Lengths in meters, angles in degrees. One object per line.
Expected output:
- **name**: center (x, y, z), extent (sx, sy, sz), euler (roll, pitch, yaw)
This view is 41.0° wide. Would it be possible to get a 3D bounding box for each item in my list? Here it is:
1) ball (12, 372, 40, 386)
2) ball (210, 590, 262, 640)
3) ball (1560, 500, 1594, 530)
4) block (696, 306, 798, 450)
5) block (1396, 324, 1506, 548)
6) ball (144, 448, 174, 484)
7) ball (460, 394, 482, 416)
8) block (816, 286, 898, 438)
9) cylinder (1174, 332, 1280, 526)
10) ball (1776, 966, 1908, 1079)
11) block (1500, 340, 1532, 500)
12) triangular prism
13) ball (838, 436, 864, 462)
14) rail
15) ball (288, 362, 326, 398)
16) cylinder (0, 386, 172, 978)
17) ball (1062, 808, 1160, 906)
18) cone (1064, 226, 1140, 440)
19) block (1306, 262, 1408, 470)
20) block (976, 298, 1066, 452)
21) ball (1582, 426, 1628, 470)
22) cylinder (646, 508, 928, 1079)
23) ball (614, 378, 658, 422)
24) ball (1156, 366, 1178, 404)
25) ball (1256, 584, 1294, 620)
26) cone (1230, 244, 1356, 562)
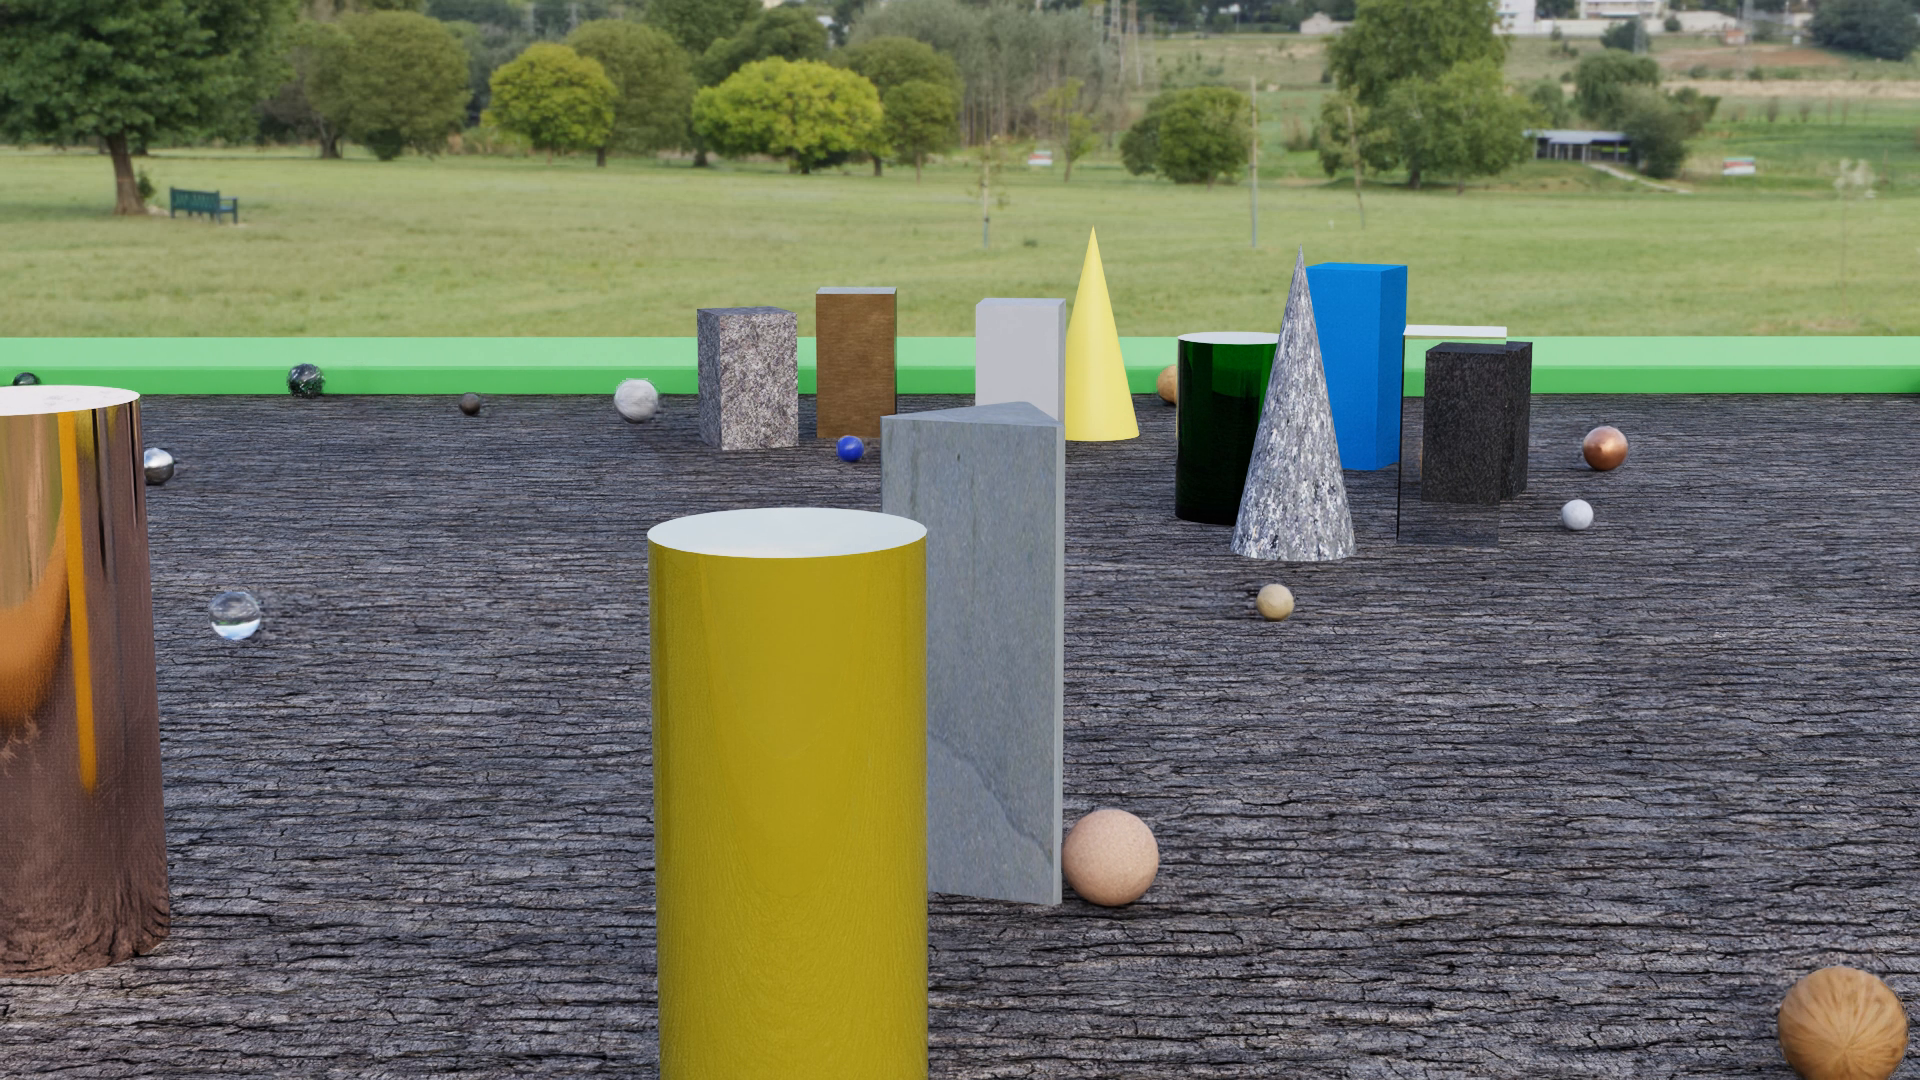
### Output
- **ball**: center (-2.057, -0.342, 5.649), extent (0.056, 0.056, 0.056), euler (0, 11, 0)
- **ball**: center (-0.925, 0.096, 3.273), extent (0.064, 0.064, 0.064), euler (0, 11, 0)
- **ball**: center (0.972, -0.039, 4.043), extent (0.049, 0.049, 0.049), euler (0, 11, 0)
- **block**: center (-0.410, -0.314, 4.954), extent (0.153, 0.256, 0.153), euler (-4, 11, -22)
- **block**: center (0.760, -0.163, 3.965), extent (0.153, 0.321, 0.153), euler (2, 11, 12)
- **ball**: center (-1.405, -0.128, 4.482), extent (0.063, 0.063, 0.063), euler (0, 11, 0)
- **ball**: center (-1.024, -0.283, 5.362), extent (0.045, 0.045, 0.045), euler (0, 11, 0)
- **block**: center (-0.204, -0.354, 5.095), extent (0.153, 0.283, 0.153), euler (0, 11, 1)
- **cylinder**: center (0.446, -0.183, 4.157), extent (0.191, 0.290, 0.191), euler (0, 11, 0)
- **ball**: center (0.632, 0.351, 1.839), extent (0.089, 0.089, 0.089), euler (0, 11, 0)
- **block**: center (0.886, -0.208, 4.393), extent (0.153, 0.253, 0.153), euler (4, 11, 21)
- **triangular prism**: center (0.033, 0.094, 2.304), extent (0.166, 0.423, 0.143), euler (4, 11, 20)
- **ball**: center (-0.202, -0.168, 4.735), extent (0.049, 0.049, 0.049), euler (0, 11, 0)
- **rail**: center (-0.013, -0.385, 5.688), extent (4.417, 0.124, 0.045), euler (0, 11, 0)
- **ball**: center (-1.433, -0.349, 5.630), extent (0.078, 0.078, 0.078), euler (0, 11, 0)
- **cylinder**: center (-0.764, 0.111, 2.120), extent (0.191, 0.457, 0.191), euler (0, 11, 0)
- **ball**: center (0.132, 0.278, 2.242), extent (0.085, 0.085, 0.085), euler (0, 11, 0)
- **cone**: center (0.261, -0.414, 5.060), extent (0.191, 0.413, 0.191), euler (0, 11, 0)
- **block**: center (0.718, -0.321, 4.705), extent (0.153, 0.360, 0.153), euler (5, 12, 27)
- **block**: center (0.114, -0.302, 4.805), extent (0.153, 0.287, 0.153), euler (1, 11, 7)
- **ball**: center (1.165, -0.165, 4.633), extent (0.081, 0.081, 0.081), euler (0, 11, 0)
- **cylinder**: center (-0.118, 0.196, 1.793), extent (0.191, 0.410, 0.191), euler (0, 11, 0)
- **ball**: center (-0.663, -0.286, 5.256), extent (0.090, 0.090, 0.090), euler (0, 11, 0)
- **ball**: center (0.466, -0.334, 5.531), extent (0.085, 0.085, 0.085), euler (0, 11, 0)
- **ball**: center (0.416, 0.082, 3.389), extent (0.050, 0.050, 0.050), euler (0, 11, 0)
- **cone**: center (0.505, -0.214, 3.848), extent (0.191, 0.464, 0.191), euler (0, 11, 0)
